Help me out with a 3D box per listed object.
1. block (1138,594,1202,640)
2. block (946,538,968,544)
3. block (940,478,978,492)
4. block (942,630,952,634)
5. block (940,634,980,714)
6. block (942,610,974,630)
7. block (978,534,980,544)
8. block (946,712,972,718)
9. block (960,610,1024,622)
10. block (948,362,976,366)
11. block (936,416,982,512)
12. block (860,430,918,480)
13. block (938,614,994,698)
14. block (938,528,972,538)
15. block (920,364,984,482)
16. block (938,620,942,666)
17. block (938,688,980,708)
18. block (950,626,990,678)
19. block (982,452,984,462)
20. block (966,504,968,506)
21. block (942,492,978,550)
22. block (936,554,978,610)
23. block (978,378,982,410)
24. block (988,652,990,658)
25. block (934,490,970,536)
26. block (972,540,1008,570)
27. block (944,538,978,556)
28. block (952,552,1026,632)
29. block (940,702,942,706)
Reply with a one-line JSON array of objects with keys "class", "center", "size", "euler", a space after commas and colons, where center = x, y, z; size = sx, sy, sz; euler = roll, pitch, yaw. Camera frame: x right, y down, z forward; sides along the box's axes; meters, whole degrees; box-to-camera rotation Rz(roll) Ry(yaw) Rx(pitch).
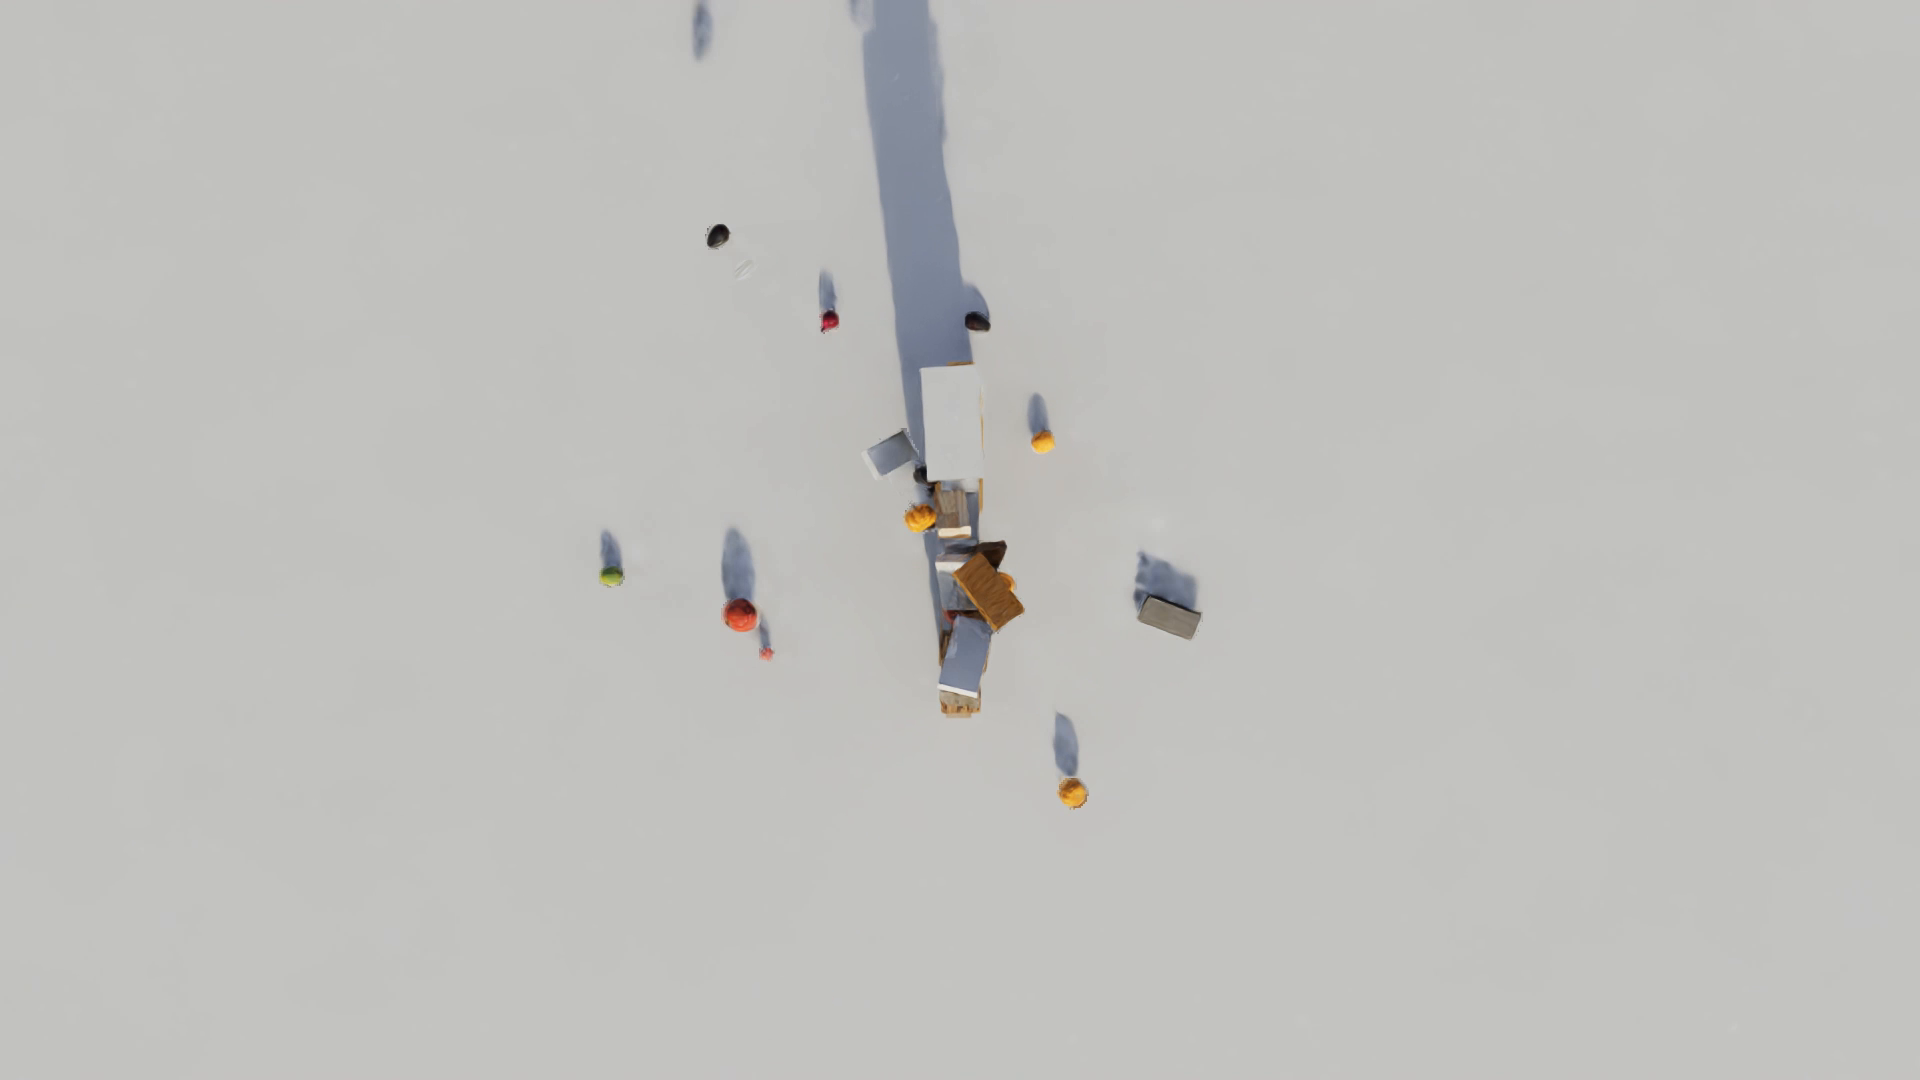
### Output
[{"class": "block", "center": [0.694, 0.256, 5.465], "size": [0.190, 0.027, 0.095], "euler": [21, 110, -3]}, {"class": "block", "center": [-0.011, -0.056, 4.772], "size": [0.065, 0.018, 0.131], "euler": [-2, 90, 1]}, {"class": "block", "center": [-0.005, -0.240, 4.687], "size": [0.105, 0.030, 0.211], "euler": [-1, 90, 0]}, {"class": "block", "center": [0.002, 0.311, 5.120], "size": [0.117, 0.234, 0.033], "euler": [0, 93, 0]}, {"class": "block", "center": [0.002, 0.405, 4.987], "size": [0.117, 0.033, 0.234], "euler": [-1, 90, 0]}, {"class": "block", "center": [0.003, 0.161, 4.996], "size": [0.113, 0.032, 0.226], "euler": [0, 90, 0]}, {"class": "block", "center": [0.005, 0.000, 5.134], "size": [0.108, 0.379, 0.031], "euler": [0, 90, 0]}, {"class": "block", "center": [-0.003, 0.492, 5.324], "size": [0.082, 0.023, 0.165], "euler": [1, 90, 0]}, {"class": "block", "center": [0.093, 0.215, 4.794], "size": [0.102, 0.204, 0.029], "euler": [-13, 91, -26]}, {"class": "block", "center": [0.005, -0.480, 5.304], "size": [0.091, 0.026, 0.183], "euler": [0, 90, 0]}, {"class": "block", "center": [-0.004, -0.237, 5.182], "size": [0.148, 0.042, 0.297], "euler": [0, 90, 0]}, {"class": "block", "center": [-0.201, -0.243, 4.702], "size": [0.025, 0.175, 0.087], "euler": [-23, 97, 43]}, {"class": "block", "center": [0.018, 0.328, 4.668], "size": [0.113, 0.032, 0.225], "euler": [14, 59, 3]}, {"class": "block", "center": [-0.014, -0.019, 4.630], "size": [0.087, 0.266, 0.025], "euler": [-2, 91, 1]}, {"class": "block", "center": [-0.020, -0.308, 4.351], "size": [0.149, 0.042, 0.298], "euler": [-3, 89, 1]}, {"class": "block", "center": [-0.005, 0.287, 5.254], "size": [0.114, 0.032, 0.229], "euler": [3, 90, 0]}, {"class": "block", "center": [-0.002, 0.445, 4.798], "size": [0.113, 0.345, 0.032], "euler": [10, 91, 0]}, {"class": "block", "center": [0.026, 0.325, 4.822], "size": [0.113, 0.225, 0.032], "euler": [19, 61, 7]}, {"class": "block", "center": [-0.010, -0.221, 4.521], "size": [0.149, 0.298, 0.042], "euler": [2, 94, 1]}, {"class": "block", "center": [-0.010, -0.096, 4.847], "size": [0.065, 0.131, 0.018], "euler": [0, 89, 2]}, {"class": "block", "center": [0.002, -0.076, 4.928], "size": [0.108, 0.031, 0.217], "euler": [0, 90, 0]}, {"class": "block", "center": [-0.009, 0.125, 4.796], "size": [0.102, 0.204, 0.029], "euler": [-1, 46, 7]}, {"class": "block", "center": [-0.011, -0.408, 4.658], "size": [0.149, 0.567, 0.042], "euler": [1, 90, 1]}, {"class": "block", "center": [0.049, 0.307, 4.947], "size": [0.053, 0.015, 0.115], "euler": [-20, 90, -1]}, {"class": "block", "center": [-0.023, -0.075, 4.533], "size": [0.087, 0.175, 0.025], "euler": [-5, 127, -3]}, {"class": "block", "center": [0.065, 0.077, 4.857], "size": [0.095, 0.190, 0.027], "euler": [-6, 53, -25]}, {"class": "block", "center": [0.004, 0.040, 4.887], "size": [0.095, 0.190, 0.027], "euler": [-2, 71, 0]}, {"class": "block", "center": [0.080, 0.147, 4.677], "size": [0.102, 0.029, 0.204], "euler": [-36, 84, -21]}, {"class": "block", "center": [0.001, 0.479, 5.158], "size": [0.117, 0.307, 0.033], "euler": [2, 93, 0]}]
